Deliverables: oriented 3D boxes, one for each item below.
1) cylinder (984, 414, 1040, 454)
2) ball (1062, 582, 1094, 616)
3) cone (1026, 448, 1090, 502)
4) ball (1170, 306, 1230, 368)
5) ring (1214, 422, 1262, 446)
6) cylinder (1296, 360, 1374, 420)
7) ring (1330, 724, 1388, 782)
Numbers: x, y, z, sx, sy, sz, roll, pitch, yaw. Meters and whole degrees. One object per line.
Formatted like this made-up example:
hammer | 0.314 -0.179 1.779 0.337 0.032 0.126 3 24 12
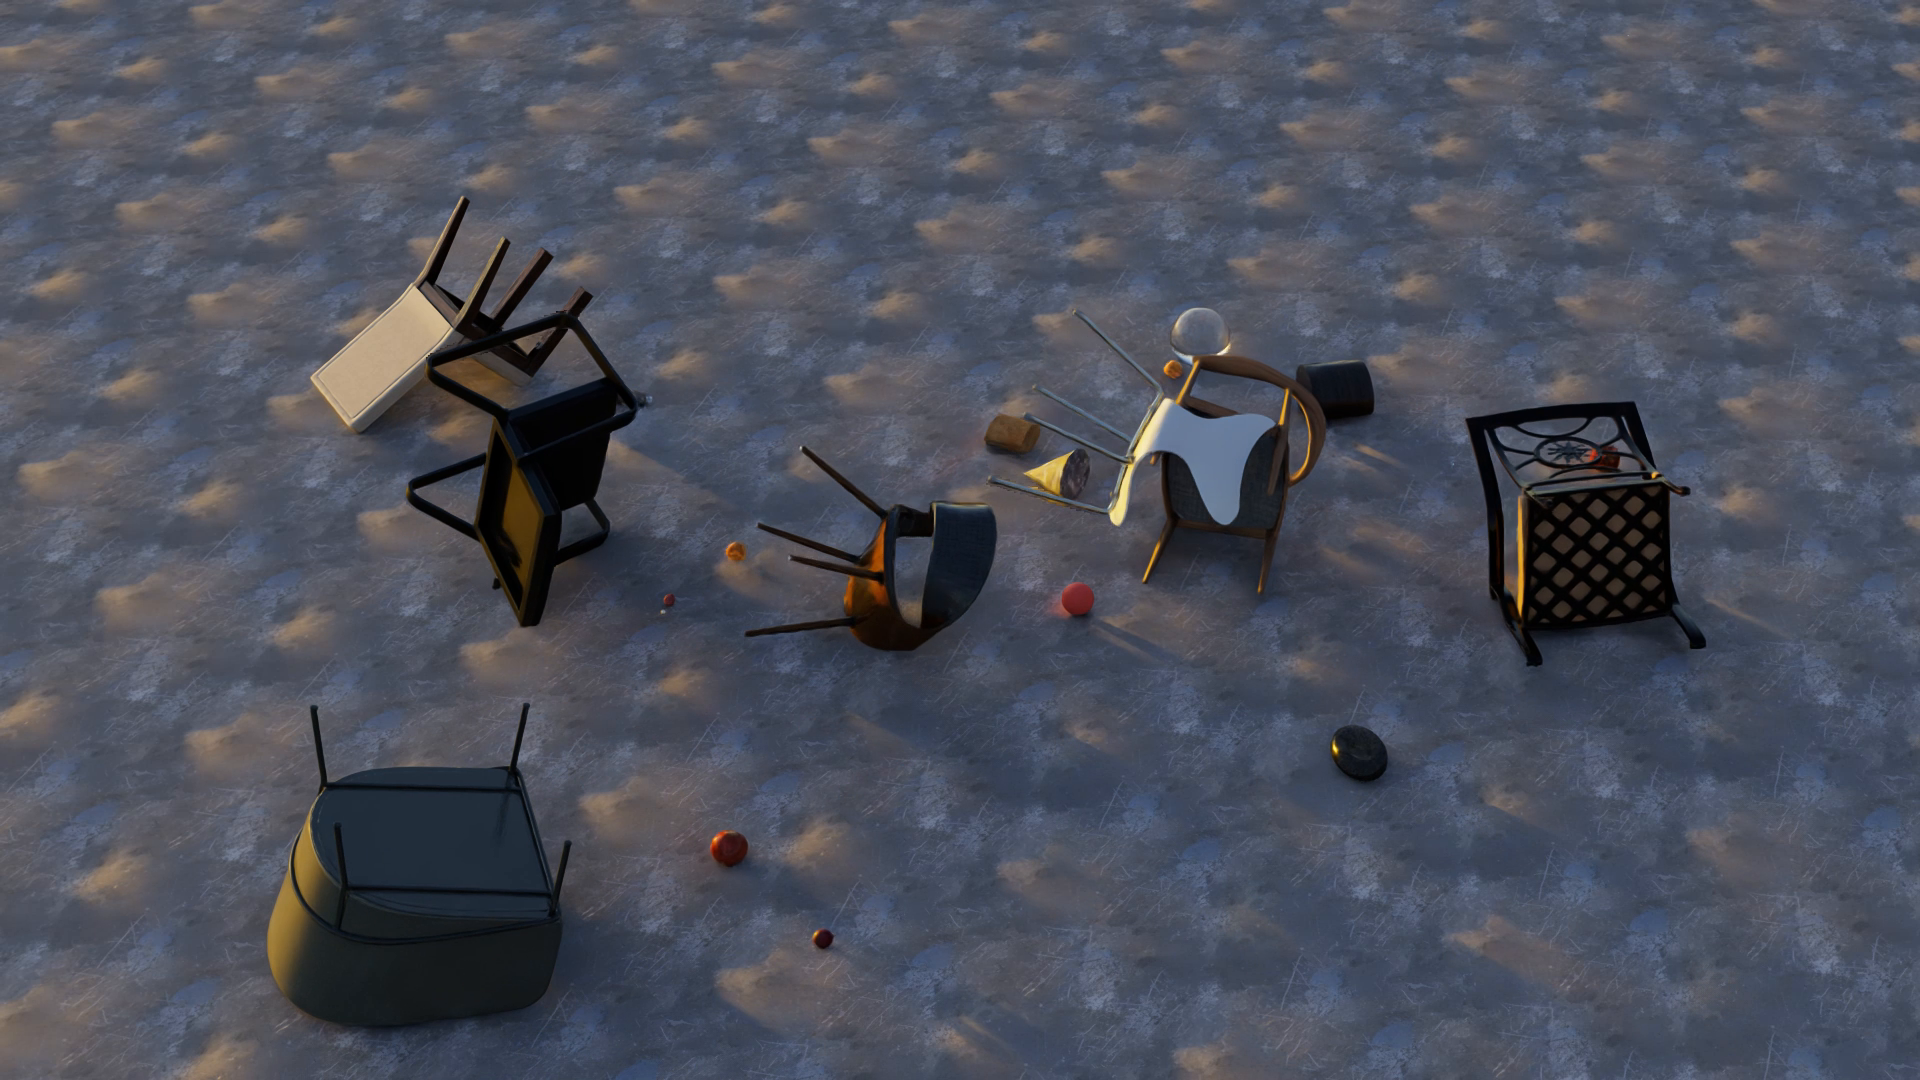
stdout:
cylinder | 0.206 -0.416 11.482 0.158 0.103 0.172 16 38 23
ball | 0.423 0.211 10.517 0.118 0.118 0.118 0 33 0
cone | 0.343 -0.252 11.253 0.251 0.151 0.228 3 58 41
ball | 0.982 -0.829 11.977 0.248 0.248 0.248 0 33 0
ring | 1.092 -0.415 11.517 0.200 0.064 0.111 -6 33 -8
cylinder | 1.494 -0.599 11.682 0.244 0.185 0.263 -6 46 -9
ring | 1.334 0.711 9.800 0.183 0.073 0.274 -7 33 -8
